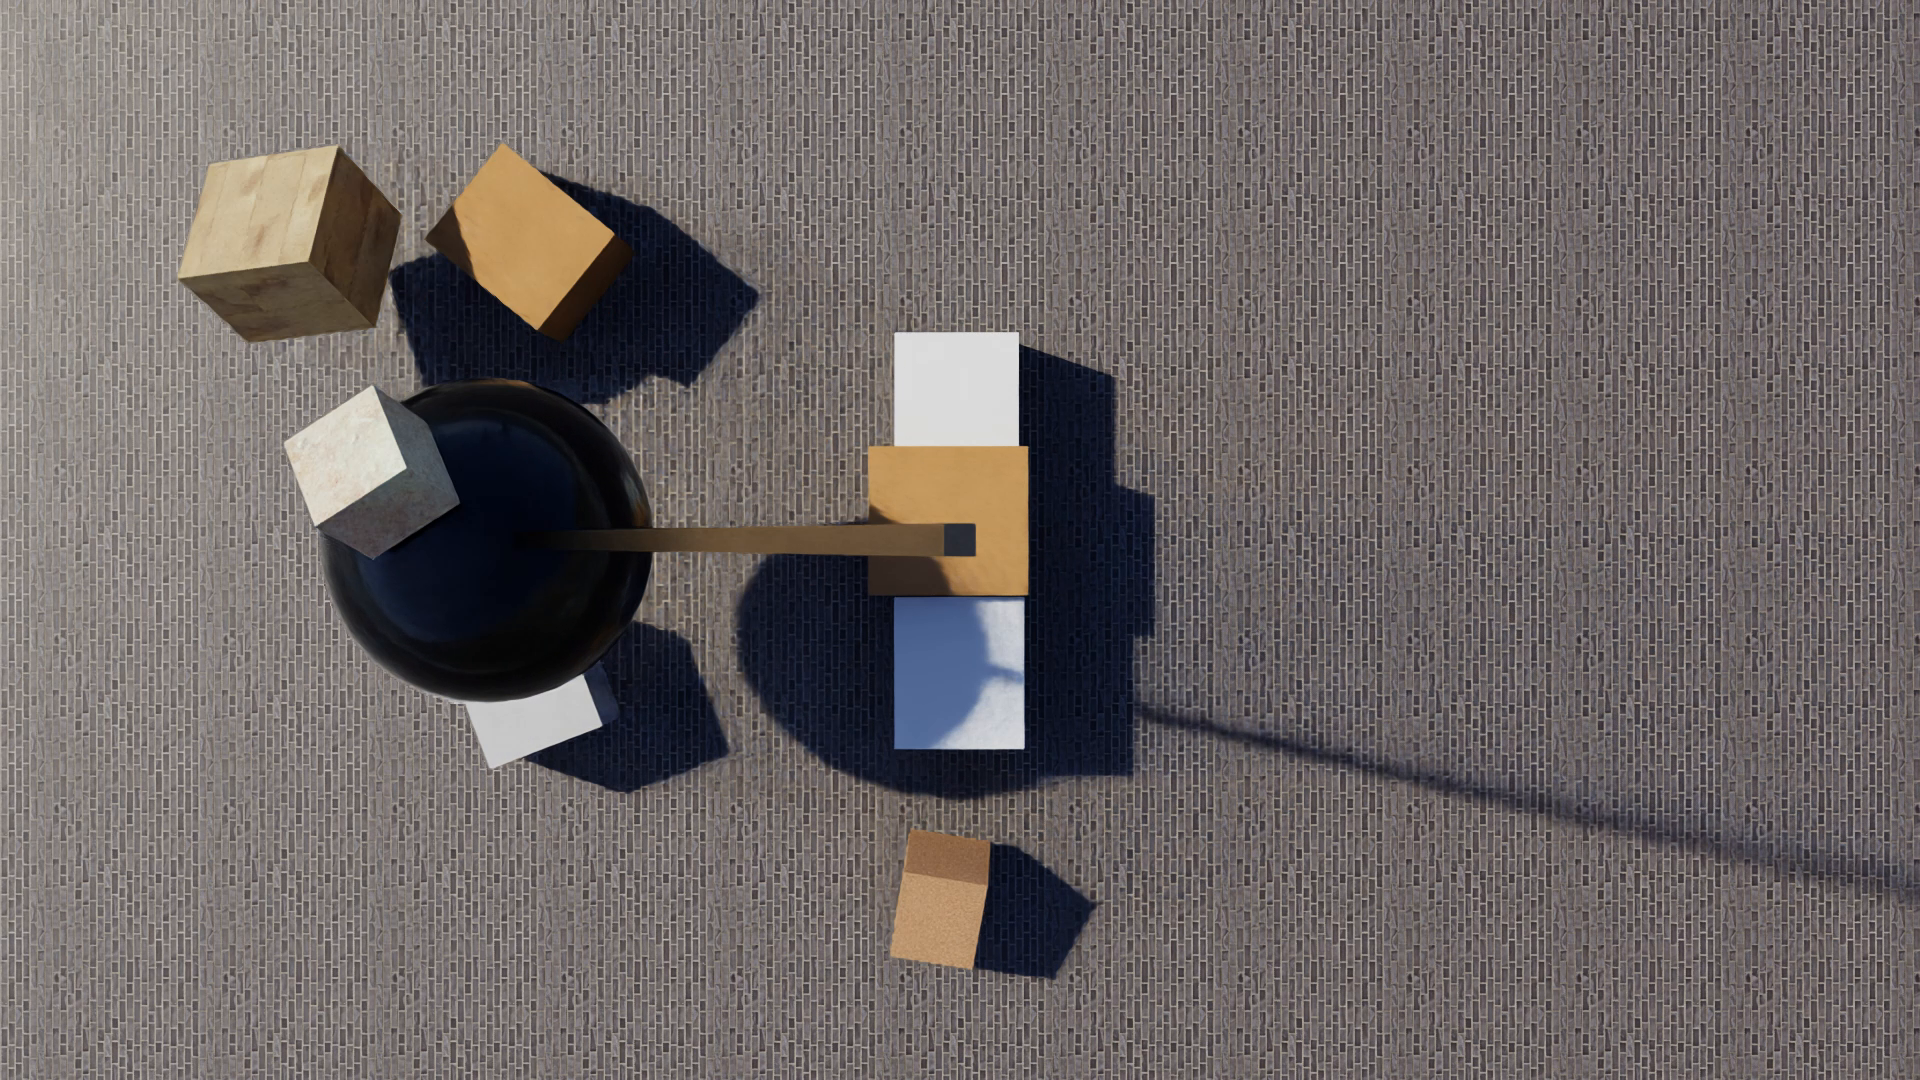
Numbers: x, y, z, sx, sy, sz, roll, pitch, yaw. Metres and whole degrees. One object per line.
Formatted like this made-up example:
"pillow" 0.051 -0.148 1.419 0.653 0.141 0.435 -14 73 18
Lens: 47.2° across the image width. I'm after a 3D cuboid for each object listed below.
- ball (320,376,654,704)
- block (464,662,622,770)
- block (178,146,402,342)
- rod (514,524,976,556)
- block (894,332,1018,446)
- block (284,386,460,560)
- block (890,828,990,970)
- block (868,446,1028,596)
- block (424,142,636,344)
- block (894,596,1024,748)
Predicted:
"ball" -2.306 0.000 10.779 1.600 1.600 1.600 0 90 0
"block" -2.444 0.821 12.651 0.675 0.698 0.730 -21 90 0
"block" -3.617 -1.595 11.924 0.804 0.652 0.742 -4 62 18
"rod" -0.999 0.000 7.640 0.080 5.200 0.080 0 90 -23
"block" -0.018 -0.847 12.684 0.698 0.632 0.639 0 90 0
"block" -2.632 -0.299 9.854 0.488 0.450 0.474 -32 64 7
"block" -0.109 2.060 12.649 0.473 0.549 0.541 9 109 -1
"block" -0.064 -0.106 12.581 0.884 0.837 0.825 0 90 0
"block" -2.441 -1.683 12.598 0.805 0.804 0.692 39 90 0
"block" -0.004 0.742 12.638 0.727 0.724 0.849 0 90 0
